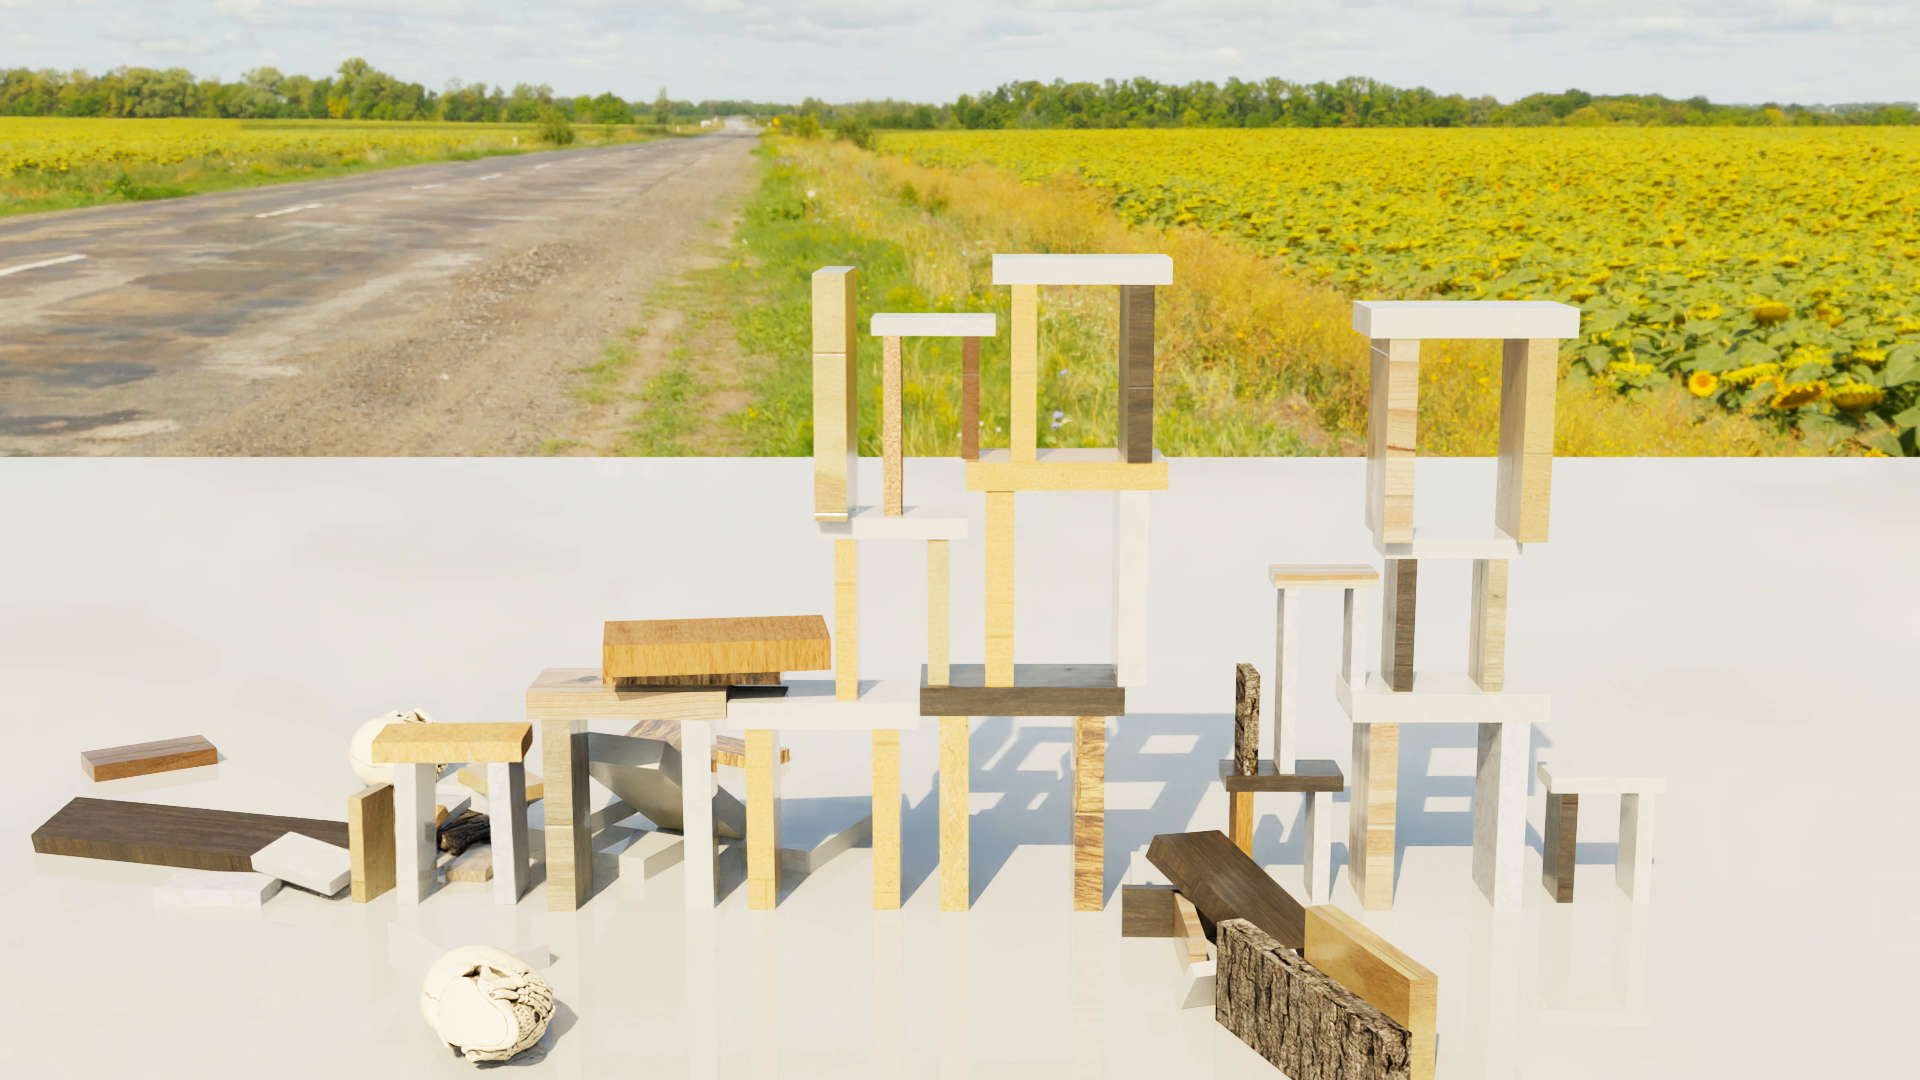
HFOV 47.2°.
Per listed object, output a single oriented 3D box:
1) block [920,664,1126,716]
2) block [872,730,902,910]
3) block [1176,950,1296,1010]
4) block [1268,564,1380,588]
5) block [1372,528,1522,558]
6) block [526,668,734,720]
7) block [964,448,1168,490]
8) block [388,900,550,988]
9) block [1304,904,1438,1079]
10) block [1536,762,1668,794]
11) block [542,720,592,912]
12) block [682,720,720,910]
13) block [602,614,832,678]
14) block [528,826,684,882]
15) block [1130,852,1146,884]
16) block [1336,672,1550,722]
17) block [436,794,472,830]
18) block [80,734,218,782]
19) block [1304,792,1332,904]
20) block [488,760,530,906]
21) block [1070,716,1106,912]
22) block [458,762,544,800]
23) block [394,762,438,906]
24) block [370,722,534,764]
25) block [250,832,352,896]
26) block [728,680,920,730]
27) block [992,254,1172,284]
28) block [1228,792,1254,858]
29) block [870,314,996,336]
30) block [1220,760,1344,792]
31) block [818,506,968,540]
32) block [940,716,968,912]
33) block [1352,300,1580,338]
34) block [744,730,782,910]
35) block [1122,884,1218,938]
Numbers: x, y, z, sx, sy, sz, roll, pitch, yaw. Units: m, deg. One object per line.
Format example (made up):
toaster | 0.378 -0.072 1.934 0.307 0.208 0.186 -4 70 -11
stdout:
block | 0.100 0.245 3.602 0.329 0.047 0.164 0 11 0
block | -0.120 0.440 3.639 0.043 0.305 0.153 0 11 0
block | 0.403 0.637 3.191 0.167 0.084 0.024 -4 47 -19
block | 0.590 0.058 3.574 0.167 0.024 0.083 0 11 0
block | 0.787 0.005 3.557 0.219 0.031 0.109 0 11 0
block | -0.535 0.251 3.608 0.321 0.046 0.161 0 11 1
block | 0.168 -0.114 3.540 0.319 0.045 0.159 0 11 -1
block | -0.760 0.622 3.395 0.131 0.037 0.261 -9 14 -42
block | 0.567 0.627 3.063 0.042 0.148 0.295 -4 11 -18
block | 1.059 0.392 3.634 0.188 0.027 0.094 0 11 0
block | -0.648 0.433 3.633 0.046 0.321 0.161 0 11 0
block | -0.429 0.431 3.643 0.046 0.321 0.161 -1 11 -3
block | -0.396 0.171 3.569 0.359 0.051 0.180 -1 11 -8
block | -0.628 0.538 3.843 0.271 0.038 0.135 5 12 25
block | 0.288 0.569 3.565 0.023 0.080 0.159 1 11 4
block | 0.789 0.257 3.606 0.317 0.045 0.158 0 11 0
block | -0.943 0.490 3.970 0.071 0.020 0.141 2 11 9
block | -1.624 0.436 4.404 0.236 0.033 0.118 -7 13 -33
block | 0.593 0.496 3.649 0.027 0.192 0.096 0 11 0
block | -0.748 0.470 3.652 0.034 0.241 0.121 -1 11 1
block | 0.209 0.429 3.636 0.047 0.329 0.164 0 11 0
block | -0.864 0.458 4.164 0.094 0.027 0.187 -9 14 -39
block | -0.903 0.470 3.652 0.034 0.241 0.121 2 11 2
block | -0.836 0.334 3.629 0.241 0.034 0.121 0 11 -2
block | -1.089 0.541 3.685 0.180 0.025 0.090 11 27 28
block | -0.221 0.269 3.607 0.305 0.043 0.153 0 11 0
block | 0.191 -0.428 3.476 0.278 0.039 0.139 0 11 0
block | 0.465 0.496 3.649 0.027 0.192 0.096 0 11 0
block | -0.041 -0.343 3.500 0.195 0.028 0.098 0 11 2
block | 0.529 0.389 3.629 0.192 0.027 0.096 0 11 0
block | -0.106 -0.029 3.548 0.239 0.034 0.119 0 11 1
block | -0.010 0.429 3.636 0.047 0.329 0.164 0 11 0
block | 0.799 -0.350 3.490 0.323 0.046 0.162 0 11 0
block | -0.324 0.440 3.639 0.043 0.305 0.153 0 11 0
block | 0.335 0.586 3.473 0.159 0.080 0.023 0 11 1
